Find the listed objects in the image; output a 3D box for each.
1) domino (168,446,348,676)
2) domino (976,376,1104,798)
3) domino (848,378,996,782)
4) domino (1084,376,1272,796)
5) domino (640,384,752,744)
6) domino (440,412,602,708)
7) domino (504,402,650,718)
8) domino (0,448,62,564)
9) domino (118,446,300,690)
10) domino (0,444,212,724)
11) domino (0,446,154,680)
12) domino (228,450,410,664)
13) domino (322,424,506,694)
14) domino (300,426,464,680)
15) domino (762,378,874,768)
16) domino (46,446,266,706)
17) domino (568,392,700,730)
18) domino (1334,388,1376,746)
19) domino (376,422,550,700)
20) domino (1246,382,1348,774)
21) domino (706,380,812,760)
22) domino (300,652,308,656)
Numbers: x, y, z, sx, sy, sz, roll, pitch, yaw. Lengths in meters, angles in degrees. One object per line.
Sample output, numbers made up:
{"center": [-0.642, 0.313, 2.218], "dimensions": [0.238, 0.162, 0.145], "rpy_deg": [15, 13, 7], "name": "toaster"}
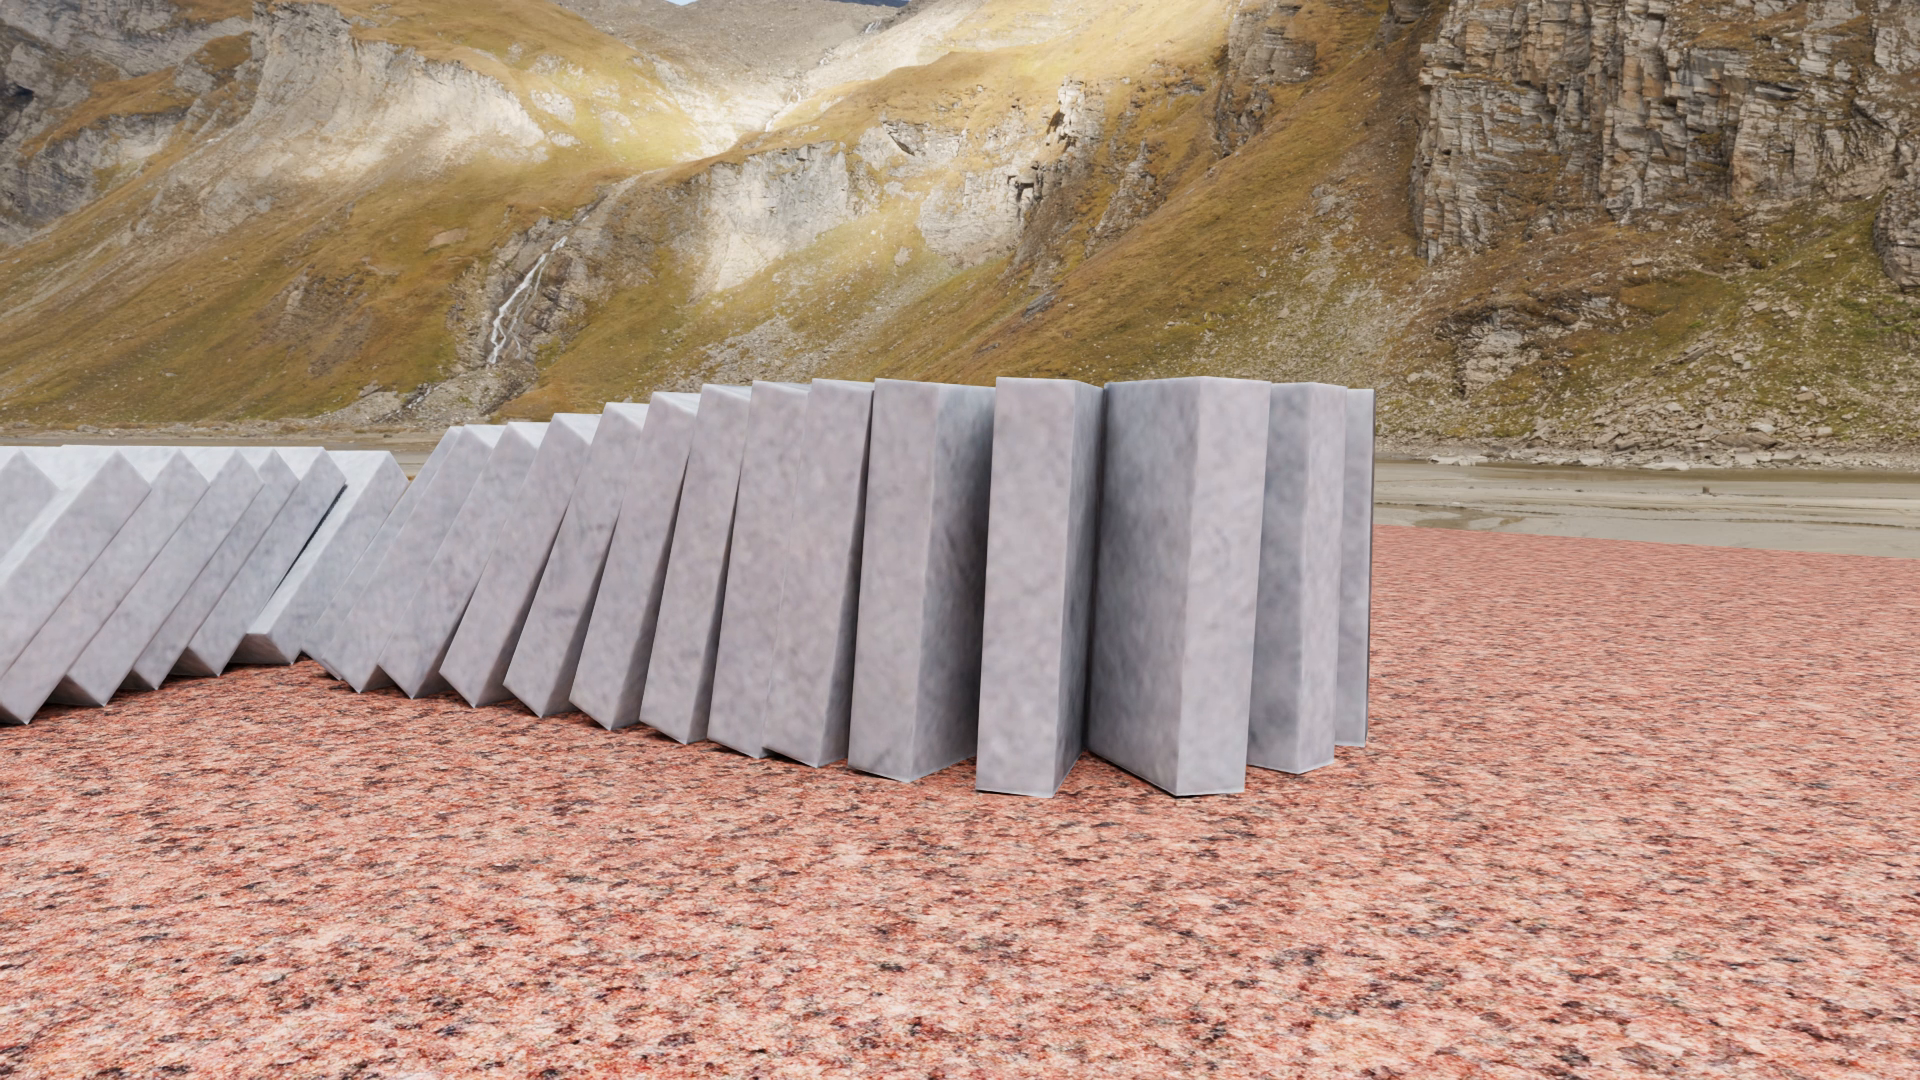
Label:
{"center": [-0.144, 0.003, 0.250], "dimensions": [0.025, 0.009, 0.050], "rpy_deg": [1, 49, 14], "name": "domino"}
{"center": [0.011, 0.005, 0.165], "dimensions": [0.010, 0.050, 0.025], "rpy_deg": [4, 5, 14], "name": "domino"}
{"center": [-0.002, 0.004, 0.171], "dimensions": [0.009, 0.050, 0.025], "rpy_deg": [9, 8, 30], "name": "domino"}
{"center": [0.027, 0.005, 0.165], "dimensions": [0.010, 0.050, 0.025], "rpy_deg": [1, 4, -21], "name": "domino"}
{"center": [-0.030, 0.003, 0.189], "dimensions": [0.009, 0.050, 0.025], "rpy_deg": [20, 14, 29], "name": "domino"}
{"center": [-0.064, 0.003, 0.212], "dimensions": [0.009, 0.050, 0.025], "rpy_deg": [38, 20, 21], "name": "domino"}
{"center": [-0.052, 0.003, 0.204], "dimensions": [0.009, 0.050, 0.025], "rpy_deg": [33, 19, 23], "name": "domino"}
{"center": [-0.157, 0.008, 0.184], "dimensions": [0.025, 0.010, 0.050], "rpy_deg": [1, 49, 13], "name": "domino"}
{"center": [-0.148, 0.004, 0.237], "dimensions": [0.025, 0.010, 0.050], "rpy_deg": [1, 49, 14], "name": "domino"}
{"center": [-0.150, 0.006, 0.210], "dimensions": [0.025, 0.010, 0.050], "rpy_deg": [2, 49, 15], "name": "domino"}
{"center": [-0.151, 0.007, 0.196], "dimensions": [0.025, 0.009, 0.050], "rpy_deg": [2, 49, 14], "name": "domino"}
{"center": [-0.137, 0.002, 0.263], "dimensions": [0.025, 0.009, 0.050], "rpy_deg": [1, 47, 14], "name": "domino"}
{"center": [-0.088, 0.003, 0.226], "dimensions": [0.009, 0.050, 0.025], "rpy_deg": [39, 13, 9], "name": "domino"}
{"center": [-0.099, 0.002, 0.240], "dimensions": [0.010, 0.050, 0.025], "rpy_deg": [38, 8, 3], "name": "domino"}
{"center": [-0.012, 0.004, 0.177], "dimensions": [0.010, 0.050, 0.025], "rpy_deg": [15, 11, 30], "name": "domino"}
{"center": [-0.147, 0.005, 0.223], "dimensions": [0.025, 0.010, 0.050], "rpy_deg": [2, 49, 14], "name": "domino"}
{"center": [-0.041, 0.003, 0.196], "dimensions": [0.010, 0.050, 0.025], "rpy_deg": [28, 18, 27], "name": "domino"}
{"center": [0.047, 0.003, 0.187], "dimensions": [0.025, 0.050, 0.009], "rpy_deg": [2, 4, 20], "name": "domino"}
{"center": [-0.076, 0.003, 0.219], "dimensions": [0.009, 0.050, 0.025], "rpy_deg": [39, 17, 15], "name": "domino"}
{"center": [0.038, 0.004, 0.175], "dimensions": [0.025, 0.050, 0.010], "rpy_deg": [4, 4, 44], "name": "domino"}
{"center": [-0.021, 0.003, 0.182], "dimensions": [0.010, 0.050, 0.025], "rpy_deg": [15, 11, 30], "name": "domino"}
{"center": [-0.122, 0.017, 0.281], "dimensions": [0.025, 0.009, 0.050], "rpy_deg": [1, 5, 18], "name": "domino"}
